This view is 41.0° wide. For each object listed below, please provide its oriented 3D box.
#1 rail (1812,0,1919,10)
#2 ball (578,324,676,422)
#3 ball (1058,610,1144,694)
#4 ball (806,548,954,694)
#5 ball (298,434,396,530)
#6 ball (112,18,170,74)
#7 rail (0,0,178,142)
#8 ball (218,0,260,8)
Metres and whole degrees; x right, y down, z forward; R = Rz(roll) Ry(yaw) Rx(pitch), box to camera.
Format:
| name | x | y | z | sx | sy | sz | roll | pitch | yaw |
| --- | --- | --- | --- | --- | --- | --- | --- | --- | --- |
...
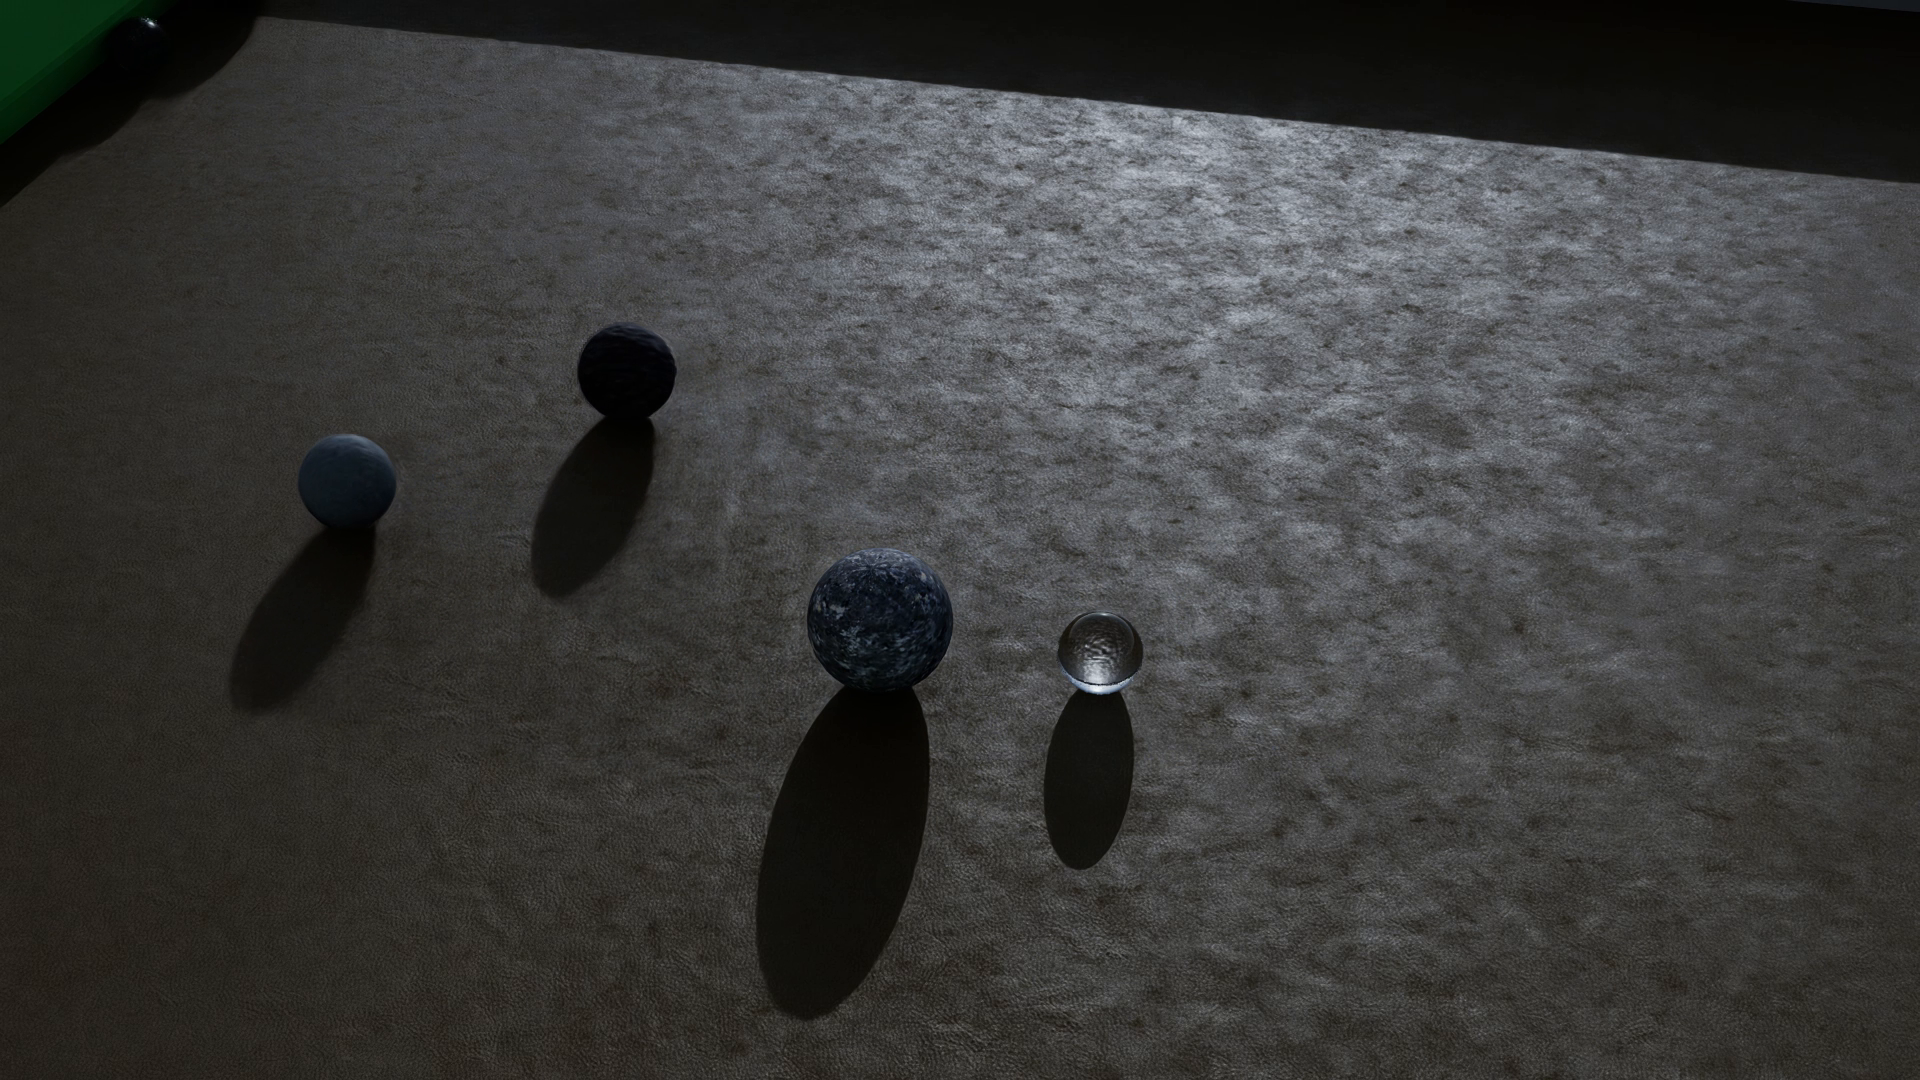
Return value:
| name | x | y | z | sx | sy | sz | roll | pitch | yaw |
| --- | --- | --- | --- | --- | --- | --- | --- | --- | --- |
| rail | 1.322 | -0.559 | 2.602 | 4.256 | 0.129 | 0.045 | 8 | 35 | 11 |
| ball | -0.263 | -0.132 | 2.030 | 0.077 | 0.077 | 0.077 | 0 | 35 | 0 |
| ball | 0.095 | 0.076 | 1.743 | 0.058 | 0.058 | 0.058 | 0 | 35 | 0 |
| ball | -0.054 | 0.055 | 1.737 | 0.099 | 0.099 | 0.099 | 0 | 35 | 0 |
| ball | -0.455 | -0.043 | 1.904 | 0.071 | 0.071 | 0.071 | 0 | 35 | 0 |
| ball | -0.823 | -0.495 | 2.576 | 0.056 | 0.056 | 0.056 | 0 | 35 | 0 |
| rail | -1.011 | -0.163 | 2.025 | 0.045 | 0.129 | 2.503 | 8 | 35 | 11 |
| ball | -0.764 | -0.600 | 2.713 | 0.073 | 0.073 | 0.073 | 0 | 35 | 0 |
